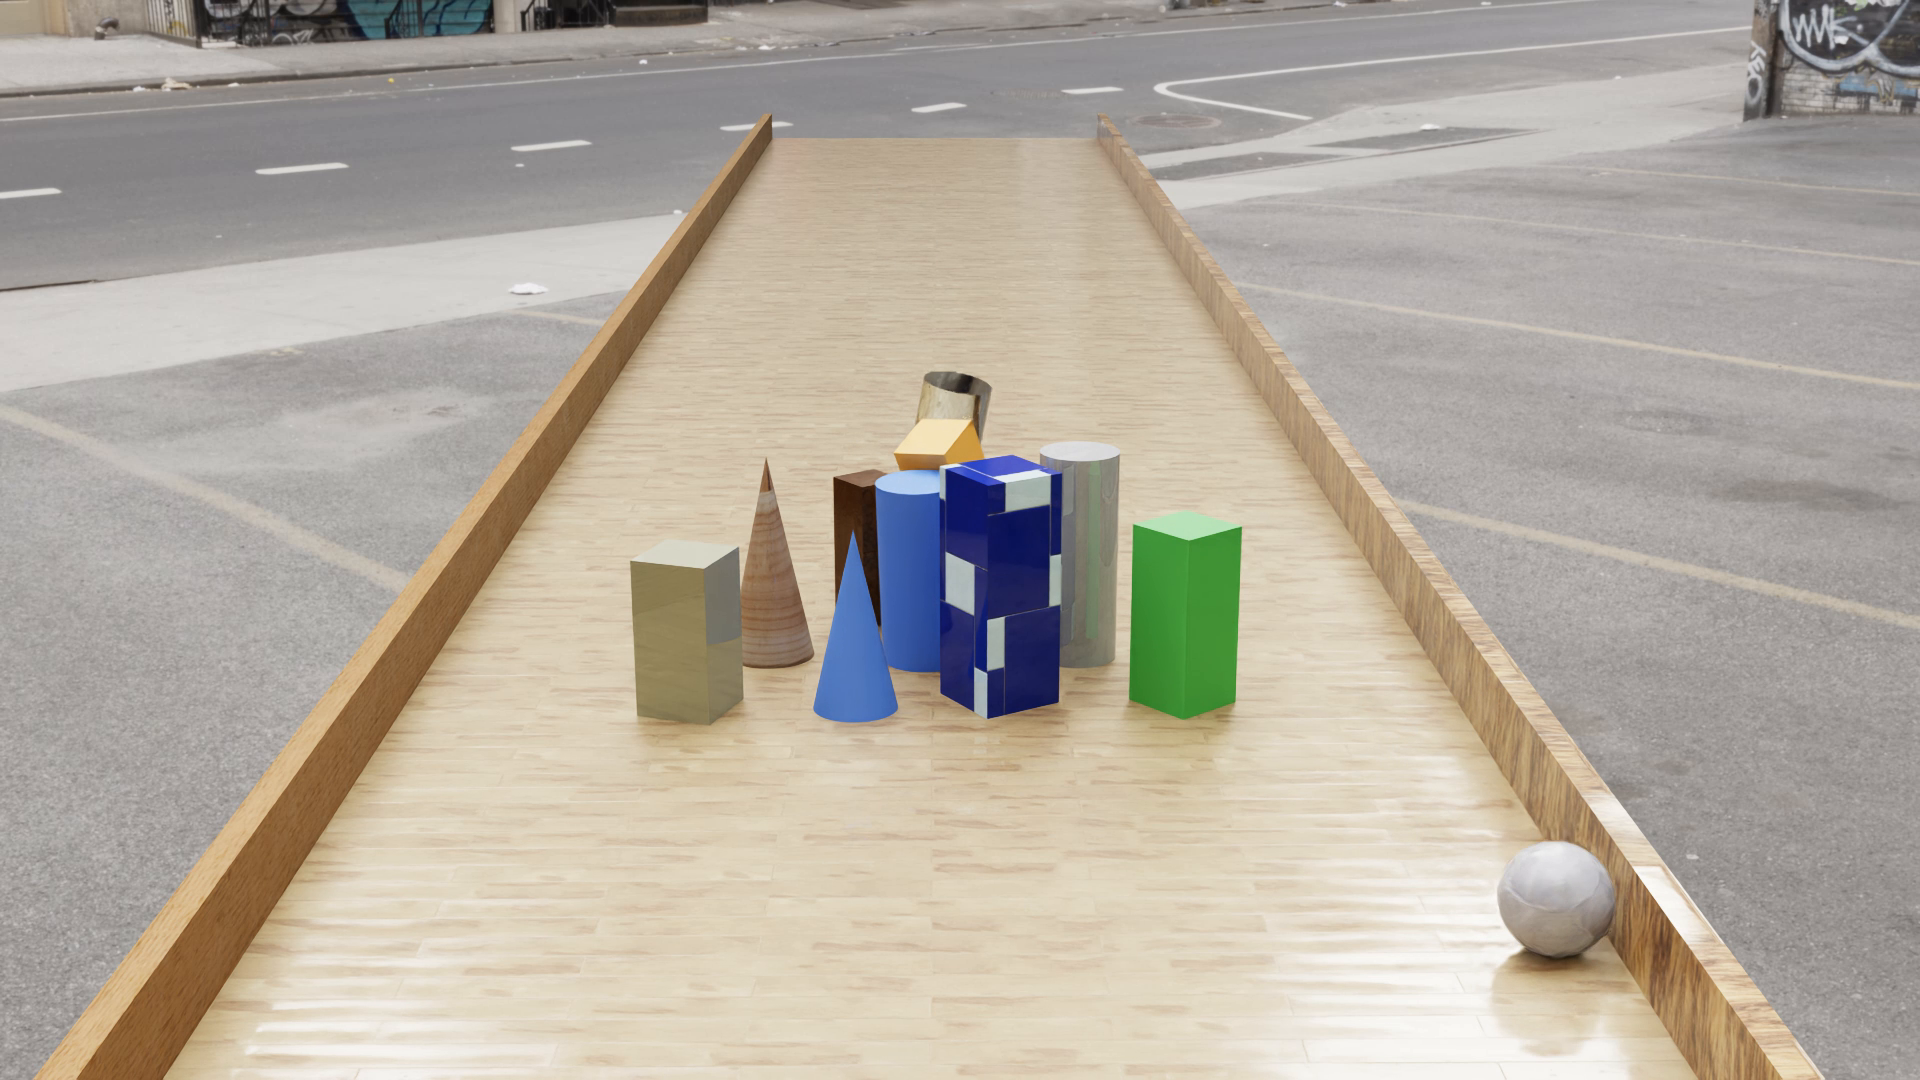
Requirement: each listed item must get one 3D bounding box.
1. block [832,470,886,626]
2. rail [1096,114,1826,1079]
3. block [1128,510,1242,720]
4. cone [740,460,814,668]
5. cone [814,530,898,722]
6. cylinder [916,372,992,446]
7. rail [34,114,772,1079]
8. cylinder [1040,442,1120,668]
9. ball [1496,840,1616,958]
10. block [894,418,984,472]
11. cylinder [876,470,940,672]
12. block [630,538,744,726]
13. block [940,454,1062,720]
[{"bbox_3d":[-0.191,0.019,4.622,0.105,0.309,0.105,-12,21,-36],"label":"block"},{"bbox_3d":[0.932,-0.844,7.801,0.050,0.150,12.000,0,17,-1],"label":"rail"},{"bbox_3d":[0.424,0.139,4.146,0.143,0.349,0.143,-14,21,-39],"label":"block"},{"bbox_3d":[-0.382,0.032,4.391,0.175,0.414,0.175,0,17,0],"label":"cone"},{"bbox_3d":[-0.198,0.148,4.113,0.161,0.351,0.161,0,17,0],"label":"cone"},{"bbox_3d":[-0.045,-0.133,4.841,0.150,0.453,0.150,10,21,-4],"label":"cylinder"},{"bbox_3d":[-1.118,-0.838,7.780,0.050,0.150,12.000,0,17,-1],"label":"rail"},{"bbox_3d":[0.236,0.029,4.385,0.159,0.425,0.159,0,17,0],"label":"cylinder"},{"bbox_3d":[0.863,0.520,3.186,0.167,0.167,0.167,0,17,0],"label":"ball"},{"bbox_3d":[0.008,-0.035,4.540,0.121,0.435,0.121,3,39,32],"label":"block"},{"bbox_3d":[-0.075,0.060,4.371,0.172,0.366,0.172,-2,18,1],"label":"cylinder"},{"bbox_3d":[-0.509,0.171,4.119,0.150,0.304,0.150,6,18,19],"label":"block"},{"bbox_3d":[0.075,0.086,4.146,0.164,0.451,0.164,-10,19,-31],"label":"block"}]
